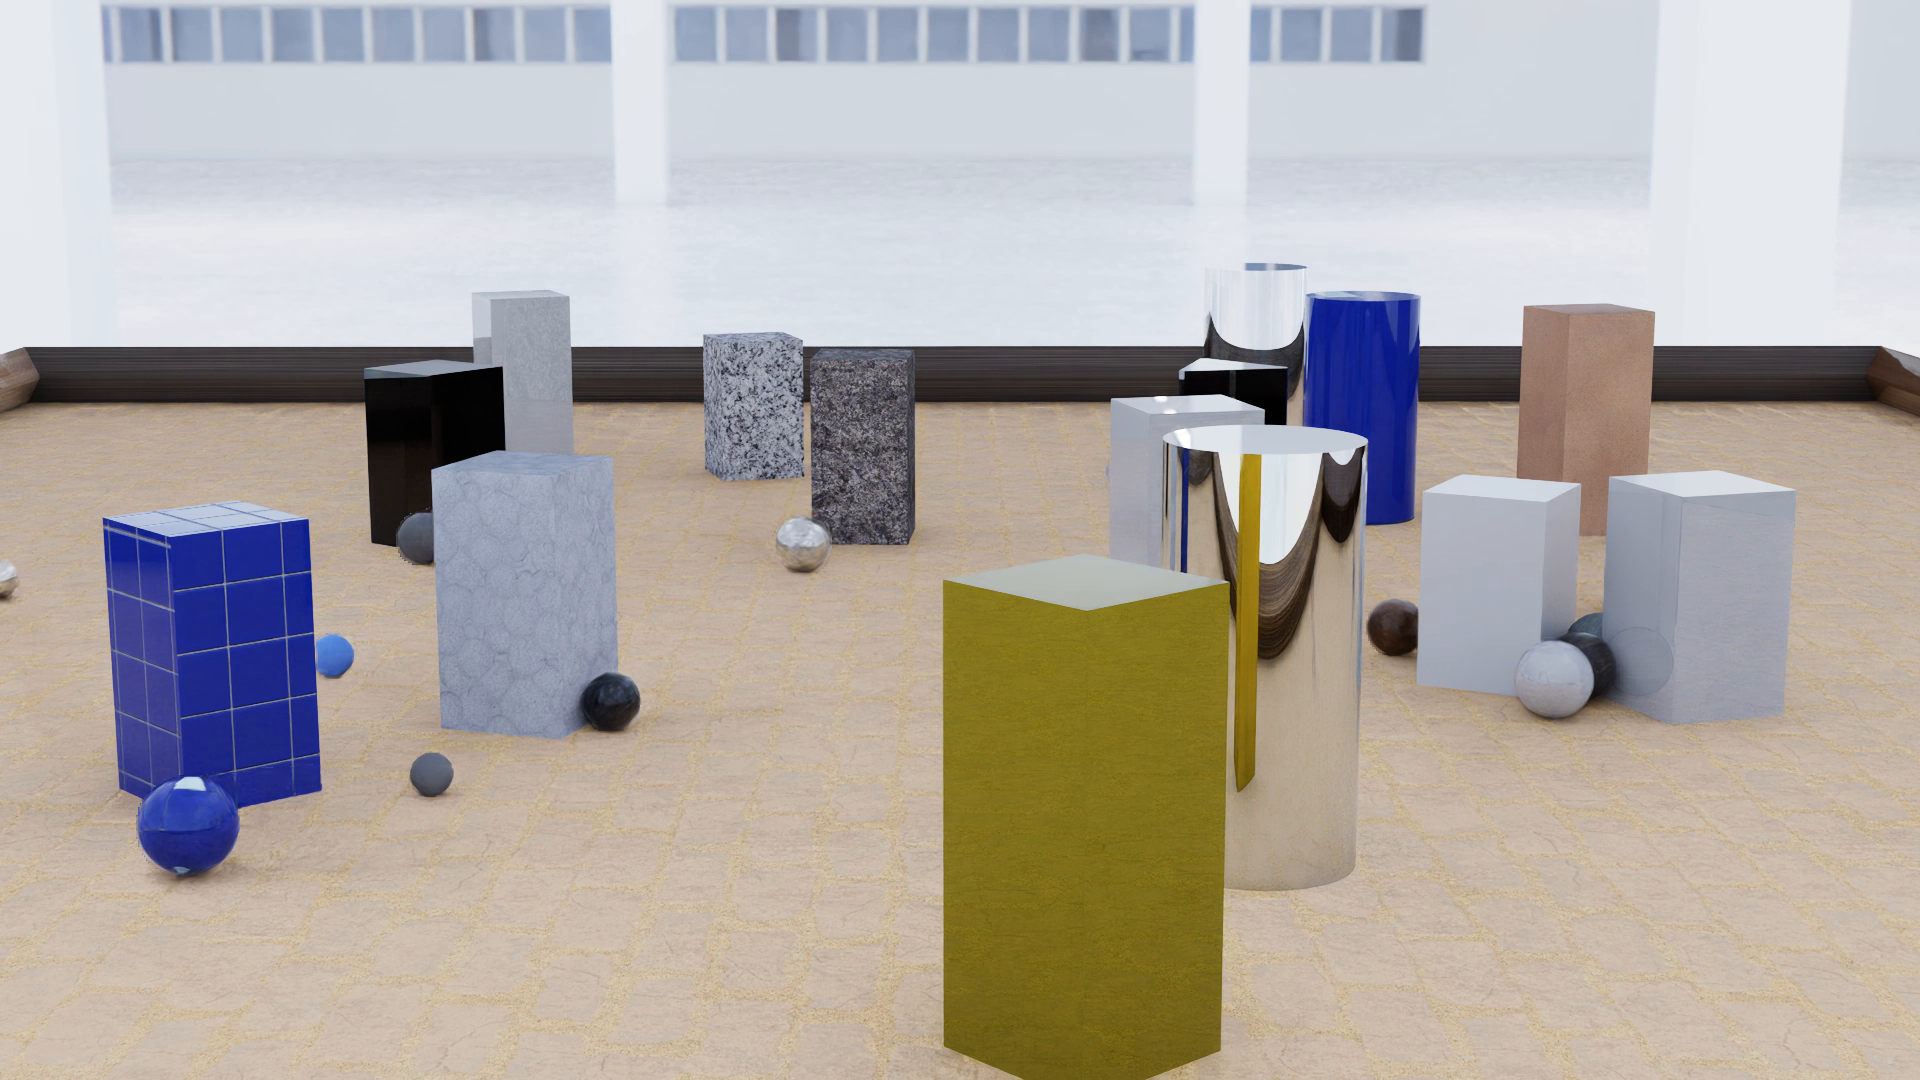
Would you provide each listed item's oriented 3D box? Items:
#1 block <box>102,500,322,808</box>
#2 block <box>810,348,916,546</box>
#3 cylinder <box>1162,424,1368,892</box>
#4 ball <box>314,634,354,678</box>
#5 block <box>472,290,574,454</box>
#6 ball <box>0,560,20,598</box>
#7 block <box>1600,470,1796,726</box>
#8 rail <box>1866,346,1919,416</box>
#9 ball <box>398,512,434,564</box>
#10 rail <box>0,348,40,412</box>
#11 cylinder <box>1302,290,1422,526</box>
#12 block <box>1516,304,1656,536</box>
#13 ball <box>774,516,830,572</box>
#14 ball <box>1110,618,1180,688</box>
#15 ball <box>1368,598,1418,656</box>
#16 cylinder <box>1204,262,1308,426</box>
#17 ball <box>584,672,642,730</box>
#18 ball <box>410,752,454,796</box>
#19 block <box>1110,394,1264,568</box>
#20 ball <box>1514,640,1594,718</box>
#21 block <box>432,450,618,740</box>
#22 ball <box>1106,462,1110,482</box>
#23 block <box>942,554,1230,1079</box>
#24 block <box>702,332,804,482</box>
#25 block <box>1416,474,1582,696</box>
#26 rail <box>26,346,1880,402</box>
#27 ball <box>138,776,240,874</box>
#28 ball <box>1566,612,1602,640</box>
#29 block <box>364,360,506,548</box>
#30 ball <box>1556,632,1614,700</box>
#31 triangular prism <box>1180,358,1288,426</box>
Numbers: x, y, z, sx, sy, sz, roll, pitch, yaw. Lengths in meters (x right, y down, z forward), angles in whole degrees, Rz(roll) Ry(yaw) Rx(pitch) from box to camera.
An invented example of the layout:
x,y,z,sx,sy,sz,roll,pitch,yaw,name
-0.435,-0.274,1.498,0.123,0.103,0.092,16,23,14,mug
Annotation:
x,y,z,sx,sy,sz,roll,pitch,yaw,name
-0.748,0.115,2.568,0.146,0.279,0.146,-10,14,-42,block
-0.148,-0.145,3.948,0.146,0.282,0.146,1,11,4,block
0.273,0.102,2.330,0.183,0.392,0.183,0,11,0,cylinder
-0.749,0.139,3.063,0.051,0.051,0.051,0,11,0,ball
-0.806,-0.302,4.730,0.146,0.302,0.146,-5,12,-23,block
-1.314,0.054,3.511,0.052,0.052,0.052,0,11,0,ball
0.834,0.062,2.911,0.146,0.257,0.146,-4,11,-18,block
1.971,0.028,3.461,0.045,0.119,4.214,0,11,0,rail
-0.782,-0.002,3.747,0.076,0.076,0.076,0,11,0,ball
-1.971,0.033,3.439,0.045,0.119,4.214,0,11,0,rail
0.642,-0.214,4.117,0.183,0.356,0.183,0,11,0,cylinder
0.976,-0.189,4.013,0.146,0.345,0.146,-3,11,-16,block
-0.226,0.007,3.684,0.081,0.081,0.081,0,11,0,ball
0.217,0.133,3.009,0.082,0.082,0.082,0,11,0,ball
0.541,0.108,3.174,0.070,0.070,0.070,0,11,0,ball
0.526,-0.307,4.594,0.183,0.363,0.183,0,11,0,cylinder
-0.383,0.177,2.822,0.063,0.063,0.063,0,11,0,ball
-0.530,0.234,2.573,0.043,0.043,0.043,0,11,0,ball
0.277,-0.013,3.166,0.146,0.311,0.146,-3,11,-15,block
0.666,0.156,2.872,0.087,0.087,0.087,0,11,0,ball
-0.480,0.057,2.848,0.146,0.289,0.146,3,11,18,block
0.285,-0.116,4.368,0.072,0.072,0.072,0,11,0,ball
0.091,0.204,1.882,0.146,0.356,0.146,-10,14,-42,block
-0.367,-0.239,4.554,0.146,0.243,0.146,-3,11,-18,block
0.638,0.052,3.037,0.146,0.231,0.146,6,12,28,block
-0.012,-0.353,5.498,3.990,0.119,0.045,0,11,0,rail
-0.698,0.258,2.321,0.089,0.089,0.089,0,11,0,ball
0.754,0.128,3.020,0.086,0.086,0.086,0,11,0,ball
-0.796,-0.130,3.906,0.146,0.268,0.146,8,13,36,block
0.709,0.146,2.944,0.081,0.081,0.081,0,11,0,ball
0.369,-0.105,3.691,0.158,0.298,0.137,-3,11,-13,triangular prism
